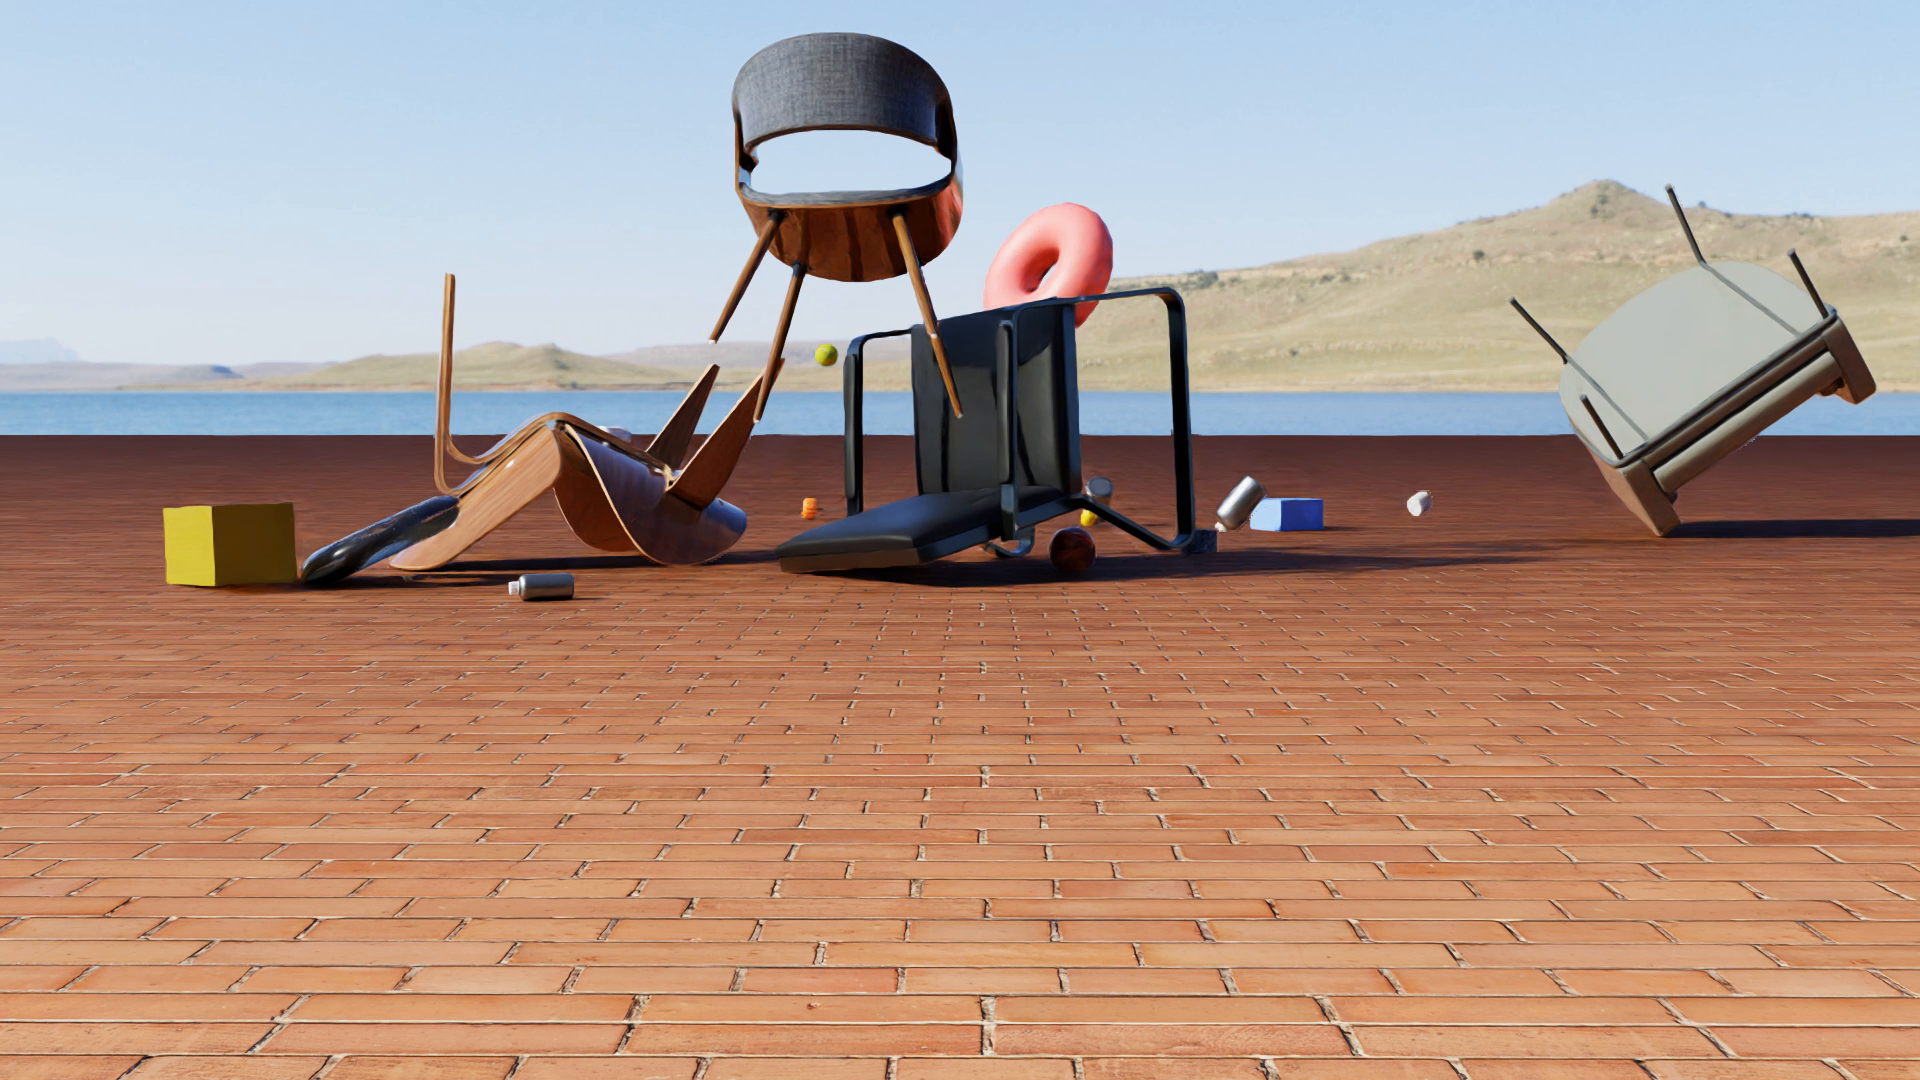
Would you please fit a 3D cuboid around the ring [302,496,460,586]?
[{"bbox_3d":[-1.342,0.000,5.104,0.402,0.082,0.358,-29,8,-34],"label":"ring"}]

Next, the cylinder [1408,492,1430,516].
[{"bbox_3d":[1.605,-0.126,7.689,0.051,0.080,0.061,-29,48,-27],"label":"cylinder"}]

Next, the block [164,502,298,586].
[{"bbox_3d":[-1.659,0.009,4.993,0.184,0.175,0.319,-3,2,-38],"label":"block"}]

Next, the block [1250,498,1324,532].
[{"bbox_3d":[1.049,-0.083,7.056,0.181,0.096,0.143,-3,5,-33],"label":"block"}]

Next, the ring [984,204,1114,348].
[{"bbox_3d":[0.227,-0.683,5.677,0.399,0.413,0.142,-27,-44,35],"label":"ring"}]

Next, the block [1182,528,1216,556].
[{"bbox_3d":[0.651,0.005,5.988,0.082,0.067,0.049,-3,5,-35],"label":"block"}]
